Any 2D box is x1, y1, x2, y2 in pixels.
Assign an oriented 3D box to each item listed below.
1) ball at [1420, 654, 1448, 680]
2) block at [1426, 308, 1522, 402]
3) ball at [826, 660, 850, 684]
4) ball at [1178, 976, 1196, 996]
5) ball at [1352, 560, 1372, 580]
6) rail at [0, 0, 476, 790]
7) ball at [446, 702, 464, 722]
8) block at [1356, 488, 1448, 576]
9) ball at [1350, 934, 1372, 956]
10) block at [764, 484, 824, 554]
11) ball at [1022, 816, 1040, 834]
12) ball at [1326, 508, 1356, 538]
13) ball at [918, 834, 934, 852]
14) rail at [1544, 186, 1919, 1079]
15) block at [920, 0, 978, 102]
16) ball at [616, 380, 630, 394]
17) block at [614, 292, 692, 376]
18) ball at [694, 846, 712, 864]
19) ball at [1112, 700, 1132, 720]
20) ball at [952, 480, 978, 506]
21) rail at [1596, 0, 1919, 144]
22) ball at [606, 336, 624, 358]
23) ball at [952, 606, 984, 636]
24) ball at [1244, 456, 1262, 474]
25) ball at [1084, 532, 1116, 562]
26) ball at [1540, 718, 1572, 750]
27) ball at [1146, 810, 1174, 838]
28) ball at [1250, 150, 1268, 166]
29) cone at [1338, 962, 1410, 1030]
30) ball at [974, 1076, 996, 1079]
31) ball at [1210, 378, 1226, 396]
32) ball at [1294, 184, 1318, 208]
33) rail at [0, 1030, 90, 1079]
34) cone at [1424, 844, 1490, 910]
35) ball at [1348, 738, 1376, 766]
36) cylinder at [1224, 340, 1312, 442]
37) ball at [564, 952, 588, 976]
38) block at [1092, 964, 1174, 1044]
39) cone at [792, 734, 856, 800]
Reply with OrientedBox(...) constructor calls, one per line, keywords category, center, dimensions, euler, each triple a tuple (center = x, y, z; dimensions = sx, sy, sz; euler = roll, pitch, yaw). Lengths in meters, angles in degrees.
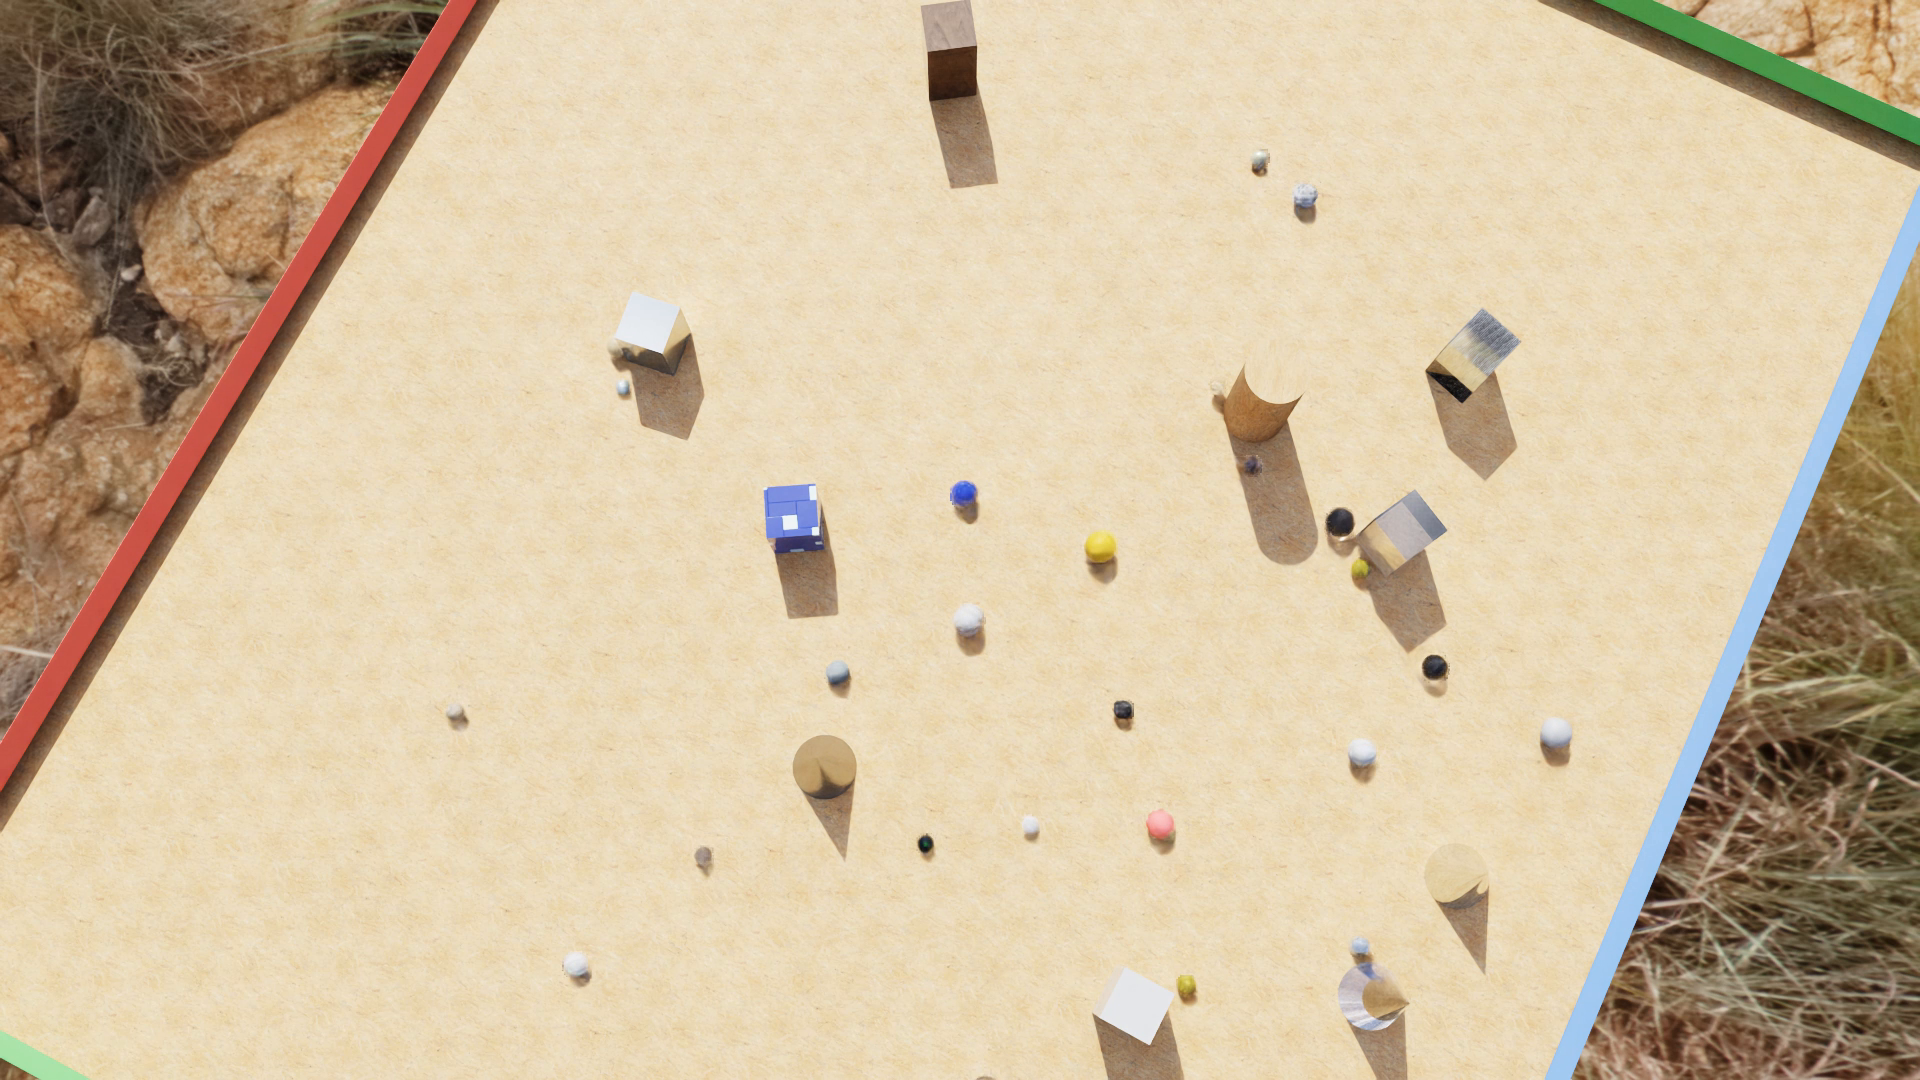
OrientedBox(category="ball", center=(1.423, 0.383, 5.497), dimensions=(0.079, 0.079, 0.079), euler=(0, 78, 0))
OrientedBox(category="block", center=(1.561, -0.560, 5.587), dimensions=(0.154, 0.285, 0.154), euler=(44, 82, 8))
OrientedBox(category="ball", center=(-0.367, 0.396, 5.498), dimensions=(0.072, 0.072, 0.072), euler=(0, 78, 0))
OrientedBox(category="ball", center=(0.659, 1.295, 5.320), dimensions=(0.057, 0.057, 0.057), euler=(0, 78, 0))
OrientedBox(category="ball", center=(1.220, 0.089, 5.568), dimensions=(0.060, 0.060, 0.060), euler=(0, 78, 0))
OrientedBox(category="rail", center=(-1.982, -0.964, 5.751), dimensions=(0.045, 0.125, 5.115), euler=(26, 80, 5))
OrientedBox(category="ball", center=(-1.510, 0.514, 5.482), dimensions=(0.056, 0.056, 0.056), euler=(0, 78, 0))
OrientedBox(category="block", center=(1.317, -0.017, 5.483), dimensions=(0.154, 0.269, 0.154), euler=(-35, 80, -7))
OrientedBox(category="ball", center=(1.168, 1.183, 5.340), dimensions=(0.063, 0.063, 0.063), euler=(0, 78, 0))
OrientedBox(category="block", center=(-0.498, -0.062, 5.511), dimensions=(0.154, 0.231, 0.154), euler=(-4, 78, -1))
OrientedBox(category="ball", center=(0.208, 0.840, 5.416), dimensions=(0.052, 0.052, 0.052), euler=(0, 78, 0))
OrientedBox(category="ball", center=(1.159, -0.052, 5.581), dimensions=(0.090, 0.090, 0.090), euler=(0, 78, 0))
OrientedBox(category="ball", center=(-0.101, 0.895, 5.406), dimensions=(0.050, 0.050, 0.050), euler=(0, 78, 0))
OrientedBox(category="rail", center=(1.982, 0.977, 5.349), dimensions=(0.045, 0.125, 5.115), euler=(26, 80, 5))
OrientedBox(category="block", center=(-0.034, -1.535, 5.758), dimensions=(0.154, 0.345, 0.154), euler=(-8, 78, -2))
OrientedBox(category="ball", center=(-1.048, -0.477, 5.693), dimensions=(0.043, 0.043, 0.043), euler=(0, 78, 0))
OrientedBox(category="block", center=(-0.940, -0.630, 5.626), dimensions=(0.154, 0.238, 0.154), euler=(18, 79, 4))
OrientedBox(category="ball", center=(-0.755, 0.929, 5.397), dimensions=(0.054, 0.054, 0.054), euler=(0, 78, 0))
OrientedBox(category="ball", center=(0.486, 0.507, 5.482), dimensions=(0.058, 0.058, 0.058), euler=(0, 78, 0))
OrientedBox(category="ball", center=(0.014, -0.144, 5.605), dimensions=(0.082, 0.082, 0.082), euler=(0, 78, 0))
OrientedBox(category="rail", center=(1.133, -2.213, 6.009), dimensions=(4.480, 0.125, 0.045), euler=(26, 80, 5))
OrientedBox(category="ball", center=(-1.066, -0.601, 5.706), dimensions=(0.068, 0.068, 0.068), euler=(0, 78, 0))
OrientedBox(category="ball", center=(0.023, 0.243, 5.519), dimensions=(0.093, 0.093, 0.093), euler=(0, 78, 0))
OrientedBox(category="ball", center=(0.899, -0.229, 5.637), dimensions=(0.053, 0.053, 0.053), euler=(0, 78, 0))
OrientedBox(category="ball", center=(0.426, 0.022, 5.563), dimensions=(0.096, 0.096, 0.096), euler=(0, 78, 0))
OrientedBox(category="ball", center=(1.773, 0.576, 5.451), dimensions=(0.091, 0.091, 0.091), euler=(0, 78, 0))
OrientedBox(category="ball", center=(0.591, 0.836, 5.401), dimensions=(0.083, 0.083, 0.083), euler=(0, 78, 0))
OrientedBox(category="ball", center=(0.953, -1.217, 5.841), dimensions=(0.054, 0.054, 0.054), euler=(0, 78, 0))
OrientedBox(category="cone", center=(1.198, 1.282, 5.108), dimensions=(0.193, 0.476, 0.193), euler=(0, 78, 0))
OrientedBox(category="ball", center=(0.072, 1.580, 5.241), dimensions=(0.095, 0.095, 0.095), euler=(0, 78, 0))
OrientedBox(category="ball", center=(0.798, -0.473, 5.666), dimensions=(0.052, 0.052, 0.052), euler=(0, 78, 0))
OrientedBox(category="ball", center=(1.094, -1.090, 5.803), dimensions=(0.076, 0.076, 0.076), euler=(0, 78, 0))
OrientedBox(category="rail", center=(-1.133, 2.226, 5.091), dimensions=(4.480, 0.125, 0.045), euler=(26, 80, 5))
OrientedBox(category="cone", center=(1.467, 0.959, 5.248), dimensions=(0.193, 0.333, 0.193), euler=(0, 78, 0))
OrientedBox(category="ball", center=(1.194, 0.630, 5.443), dimensions=(0.084, 0.084, 0.084), euler=(0, 78, 0))
OrientedBox(category="cylinder", center=(0.914, -0.440, 5.482), dimensions=(0.193, 0.441, 0.193), euler=(0, 78, 0))
OrientedBox(category="ball", center=(-1.116, 1.234, 5.327), dimensions=(0.066, 0.066, 0.066), euler=(0, 78, 0))
OrientedBox(category="block", center=(0.488, 1.313, 5.191), dimensions=(0.154, 0.302, 0.154), euler=(28, 80, 5))
OrientedBox(category="cone", center=(-0.404, 0.646, 5.318), dimensions=(0.193, 0.323, 0.193), euler=(0, 78, 0))
